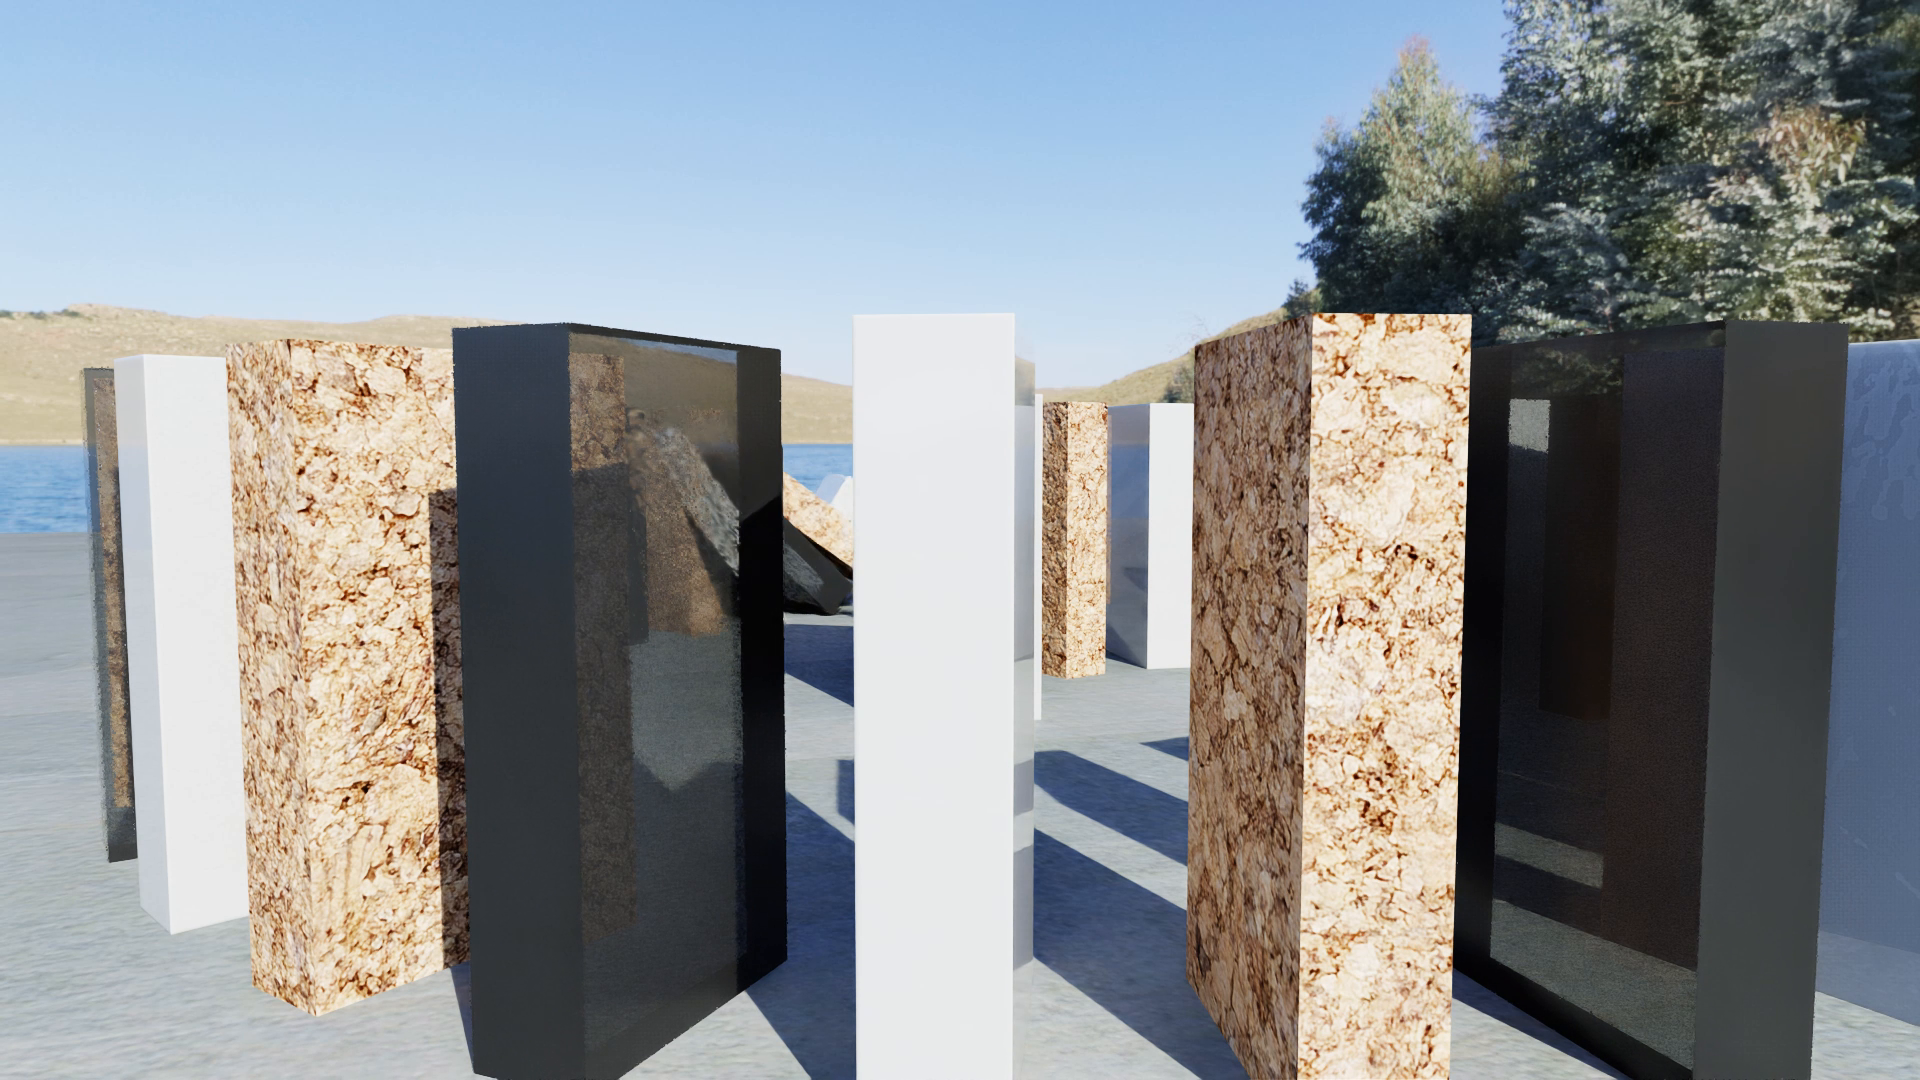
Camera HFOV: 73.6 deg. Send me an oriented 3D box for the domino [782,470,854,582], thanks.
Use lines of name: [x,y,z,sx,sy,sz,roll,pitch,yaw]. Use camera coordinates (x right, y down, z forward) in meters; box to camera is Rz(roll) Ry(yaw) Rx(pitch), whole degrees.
domino: [-0.034,-0.001,0.333,0.050,0.009,0.025,37,-11,-22]

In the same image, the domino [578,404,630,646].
domino: [-0.086,-0.004,0.275,0.025,0.050,0.010,3,15,35]

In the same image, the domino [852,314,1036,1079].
domino: [0.000,0.011,0.089,0.010,0.050,0.025,0,4,6]

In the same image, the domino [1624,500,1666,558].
domino: [0.181,0.006,0.290,0.025,0.010,0.050,-2,29,-29]

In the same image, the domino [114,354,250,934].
domino: [-0.063,0.008,0.122,0.009,0.050,0.025,4,6,44]

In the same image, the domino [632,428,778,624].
domino: [-0.066,-0.003,0.305,0.009,0.050,0.025,-45,28,-26]

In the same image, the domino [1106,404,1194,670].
domino: [0.037,-0.001,0.254,0.010,0.050,0.025,-1,4,-13]

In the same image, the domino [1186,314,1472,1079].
domino: [0.024,0.011,0.089,0.009,0.050,0.025,0,4,-5]

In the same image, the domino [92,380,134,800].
domino: [-0.092,0.006,0.161,0.025,0.050,0.009,-2,5,-23]

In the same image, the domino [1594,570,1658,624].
domino: [0.150,0.003,0.326,0.025,0.009,0.050,-3,30,-37]

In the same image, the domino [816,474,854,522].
domino: [-0.014,0.000,0.344,0.050,0.009,0.025,32,-6,-17]

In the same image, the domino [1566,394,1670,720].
domino: [0.111,0.002,0.205,0.025,0.050,0.010,-1,5,-19]

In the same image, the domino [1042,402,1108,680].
domino: [0.016,-0.001,0.243,0.009,0.050,0.025,-3,5,-36]

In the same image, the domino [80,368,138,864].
domino: [-0.079,0.007,0.140,0.025,0.050,0.010,-3,5,-37]

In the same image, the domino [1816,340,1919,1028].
domino: [0.070,0.010,0.101,0.009,0.050,0.025,-2,5,-29]

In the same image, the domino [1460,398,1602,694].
domino: [0.101,0.001,0.227,0.025,0.050,0.010,-3,5,-33]

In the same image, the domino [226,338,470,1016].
domino: [-0.045,0.010,0.106,0.010,0.050,0.025,3,5,35]

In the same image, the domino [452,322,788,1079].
domino: [-0.024,0.010,0.095,0.010,0.050,0.025,2,5,23]

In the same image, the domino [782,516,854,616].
domino: [-0.051,-0.002,0.319,0.050,0.009,0.025,47,-22,-27]

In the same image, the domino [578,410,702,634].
domino: [-0.078,-0.004,0.290,0.025,0.050,0.009,4,29,43]

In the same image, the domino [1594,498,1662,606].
domino: [0.165,0.005,0.309,0.025,0.009,0.050,-3,30,-36]

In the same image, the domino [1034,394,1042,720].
domino: [0.000,0.002,0.201,0.025,0.050,0.009,0,4,0]

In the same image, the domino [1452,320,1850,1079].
domino: [0.048,0.011,0.093,0.009,0.050,0.025,-1,4,-15]
